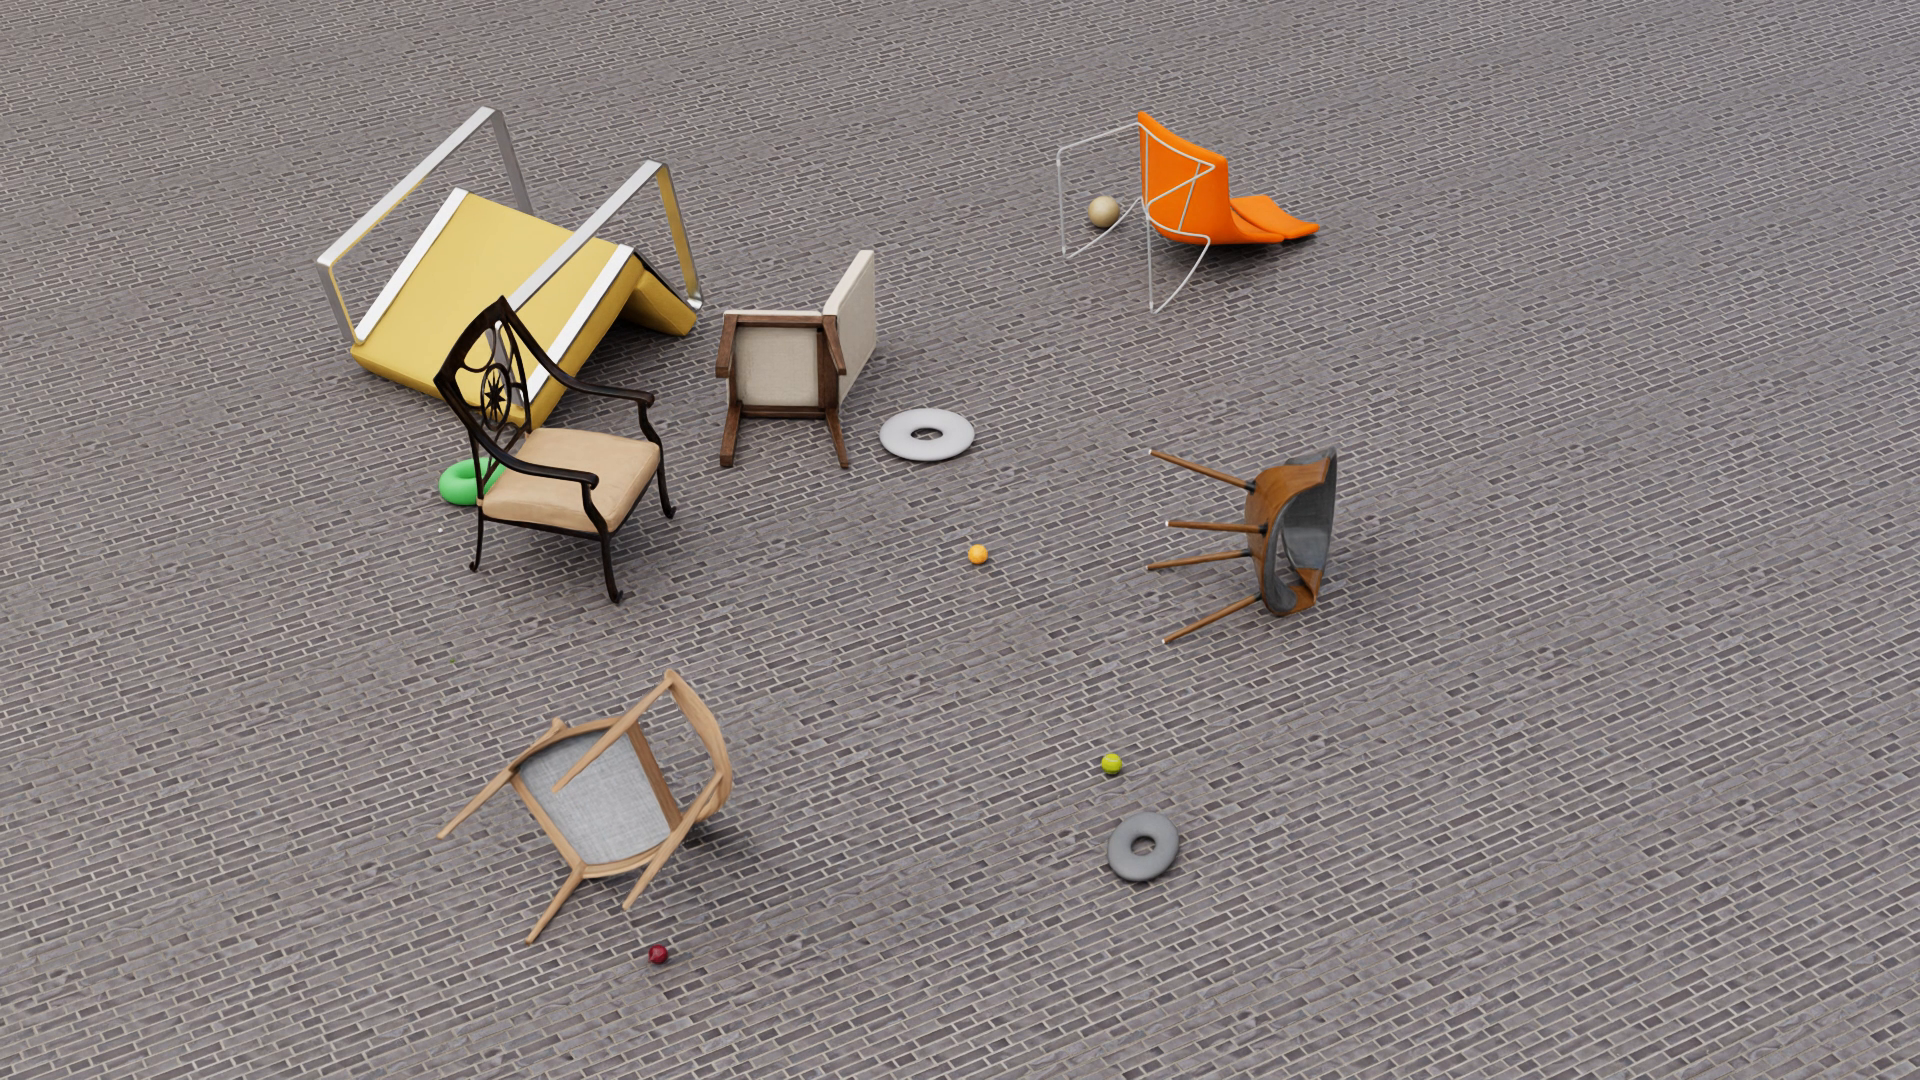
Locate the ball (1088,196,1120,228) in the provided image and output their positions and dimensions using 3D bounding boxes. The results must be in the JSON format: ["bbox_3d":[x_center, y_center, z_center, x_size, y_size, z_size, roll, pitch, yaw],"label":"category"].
[{"bbox_3d":[0.640,-1.458,13.028,0.143,0.143,0.143,0,33,0],"label":"ball"}]

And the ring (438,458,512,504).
[{"bbox_3d":[-1.849,-0.223,11.186,0.282,0.109,0.220,-15,35,-20],"label":"ring"}]

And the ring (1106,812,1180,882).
[{"bbox_3d":[0.588,0.982,9.406,0.226,0.054,0.346,8,34,13],"label":"ring"}]

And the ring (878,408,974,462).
[{"bbox_3d":[-0.130,-0.415,11.522,0.378,0.059,0.373,-18,37,-26],"label":"ring"}]
